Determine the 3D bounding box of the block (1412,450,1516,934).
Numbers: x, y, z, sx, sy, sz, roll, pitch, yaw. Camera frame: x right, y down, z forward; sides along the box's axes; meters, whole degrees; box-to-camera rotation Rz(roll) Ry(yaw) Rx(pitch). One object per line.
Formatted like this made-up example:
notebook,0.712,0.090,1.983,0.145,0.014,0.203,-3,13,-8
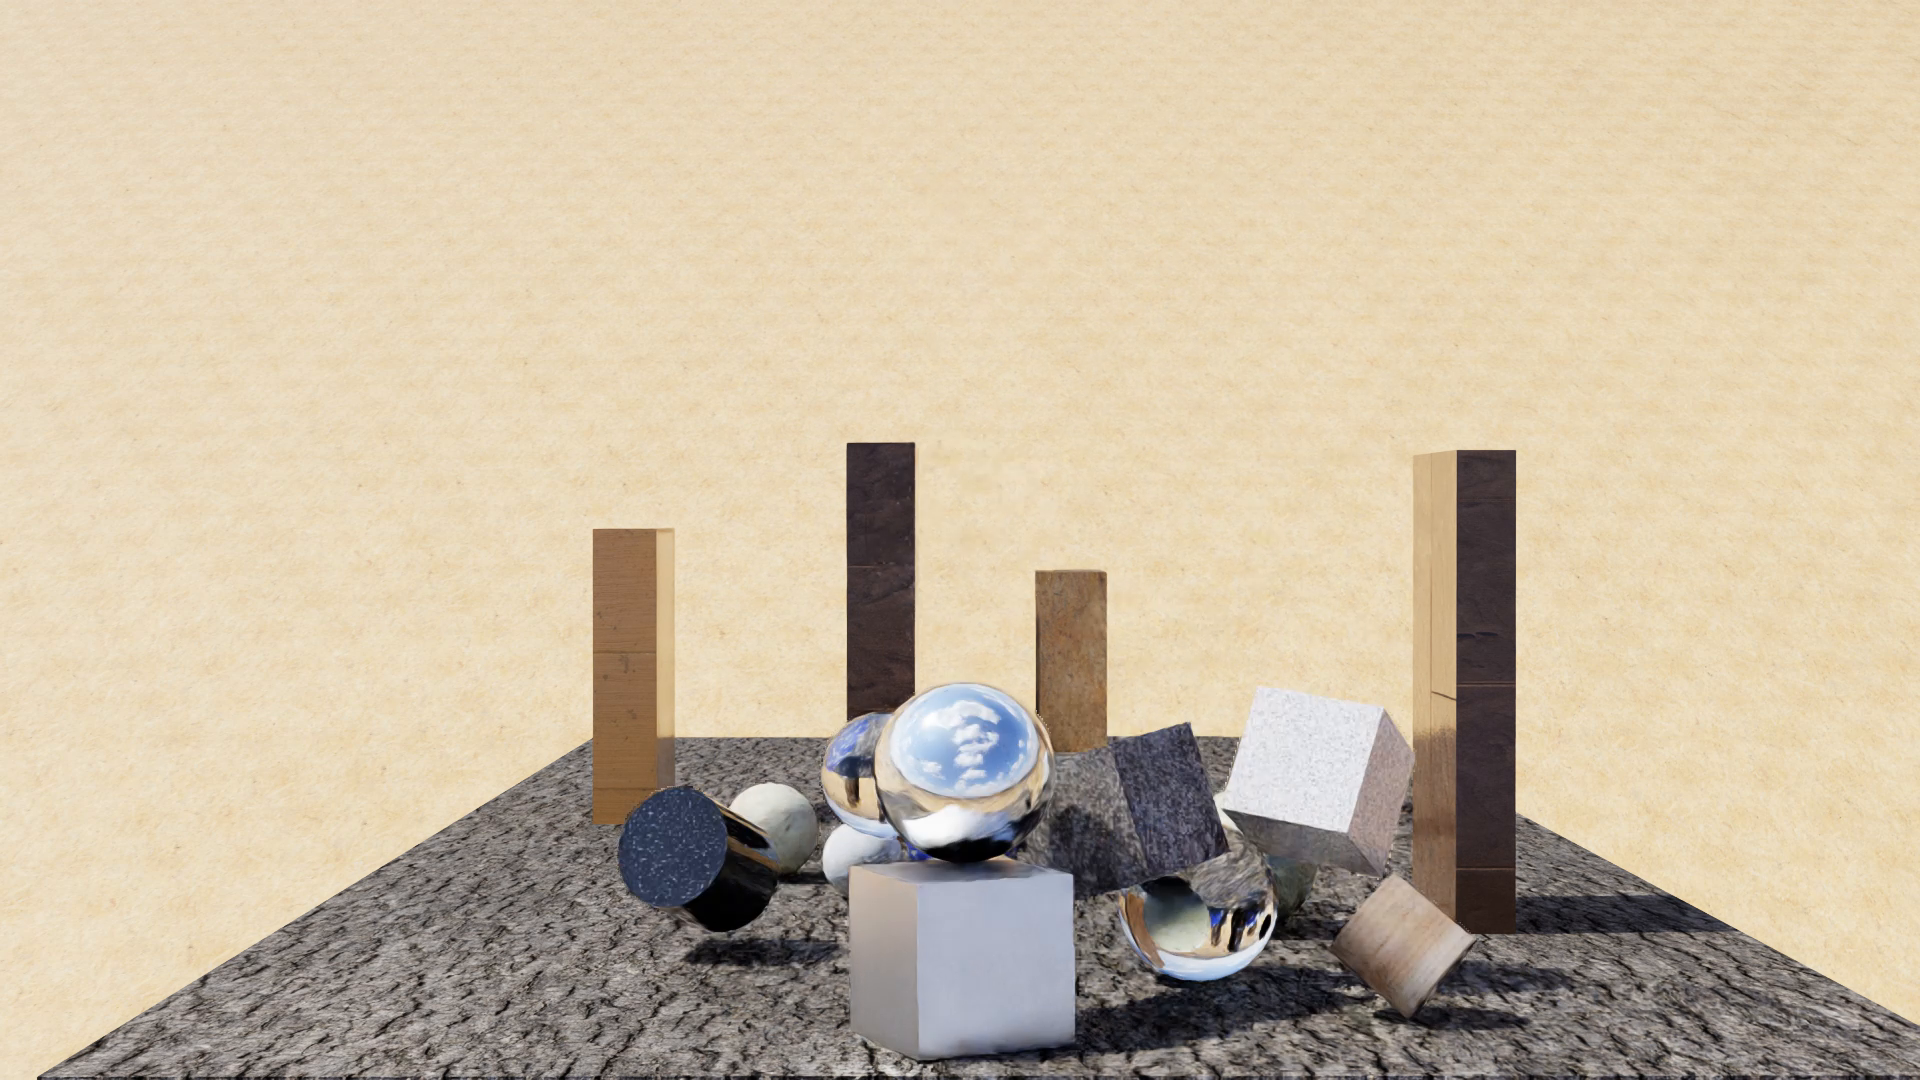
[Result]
block,0.711,0.204,3.662,0.081,0.656,0.332,0,1,0

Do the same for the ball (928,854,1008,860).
ball,0.011,0.463,3.338,0.146,0.146,0.146,0,28,0

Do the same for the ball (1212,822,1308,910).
ball,0.432,0.463,3.729,0.137,0.137,0.137,0,28,0

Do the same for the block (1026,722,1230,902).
block,0.184,0.319,3.002,0.159,0.159,0.159,-22,-8,39

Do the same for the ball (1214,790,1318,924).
ball,0.393,0.437,3.541,0.194,0.194,0.194,0,28,0

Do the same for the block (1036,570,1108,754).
block,0.198,0.289,4.650,0.118,0.468,0.248,0,1,0

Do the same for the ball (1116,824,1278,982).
ball,0.290,0.439,3.151,0.196,0.196,0.196,0,28,0

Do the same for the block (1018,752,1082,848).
block,0.186,0.448,4.425,0.153,0.153,0.153,0,1,-25

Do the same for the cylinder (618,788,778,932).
cylinder,-0.338,0.417,3.357,0.155,0.155,0.155,-8,67,19

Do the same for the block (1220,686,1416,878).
block,0.441,0.296,3.162,0.162,0.162,0.162,9,69,29

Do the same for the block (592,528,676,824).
block,-0.616,0.249,4.900,0.118,0.543,0.308,0,1,0

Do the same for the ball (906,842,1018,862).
ball,0.003,0.447,3.848,0.167,0.167,0.167,0,28,0

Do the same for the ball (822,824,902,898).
ball,-0.144,0.471,3.814,0.119,0.119,0.119,0,28,0

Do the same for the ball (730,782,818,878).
ball,-0.296,0.455,4.039,0.149,0.149,0.149,0,28,0

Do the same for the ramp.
ramp,0.064,0.573,4.616,2.000,0.100,4.000,0,1,0

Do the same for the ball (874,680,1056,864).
ball,0.005,0.256,2.866,0.202,0.202,0.202,0,28,0

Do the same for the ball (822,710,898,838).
ball,-0.106,0.328,3.621,0.177,0.177,0.177,0,28,0

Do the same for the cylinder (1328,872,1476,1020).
cylinder,0.498,0.457,2.911,0.117,0.117,0.117,40,43,16

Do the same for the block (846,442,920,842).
block,-0.138,0.176,4.709,0.119,0.694,0.445,0,1,0

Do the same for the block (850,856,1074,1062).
block,0.000,0.448,2.798,0.182,0.182,0.182,0,0,-25
